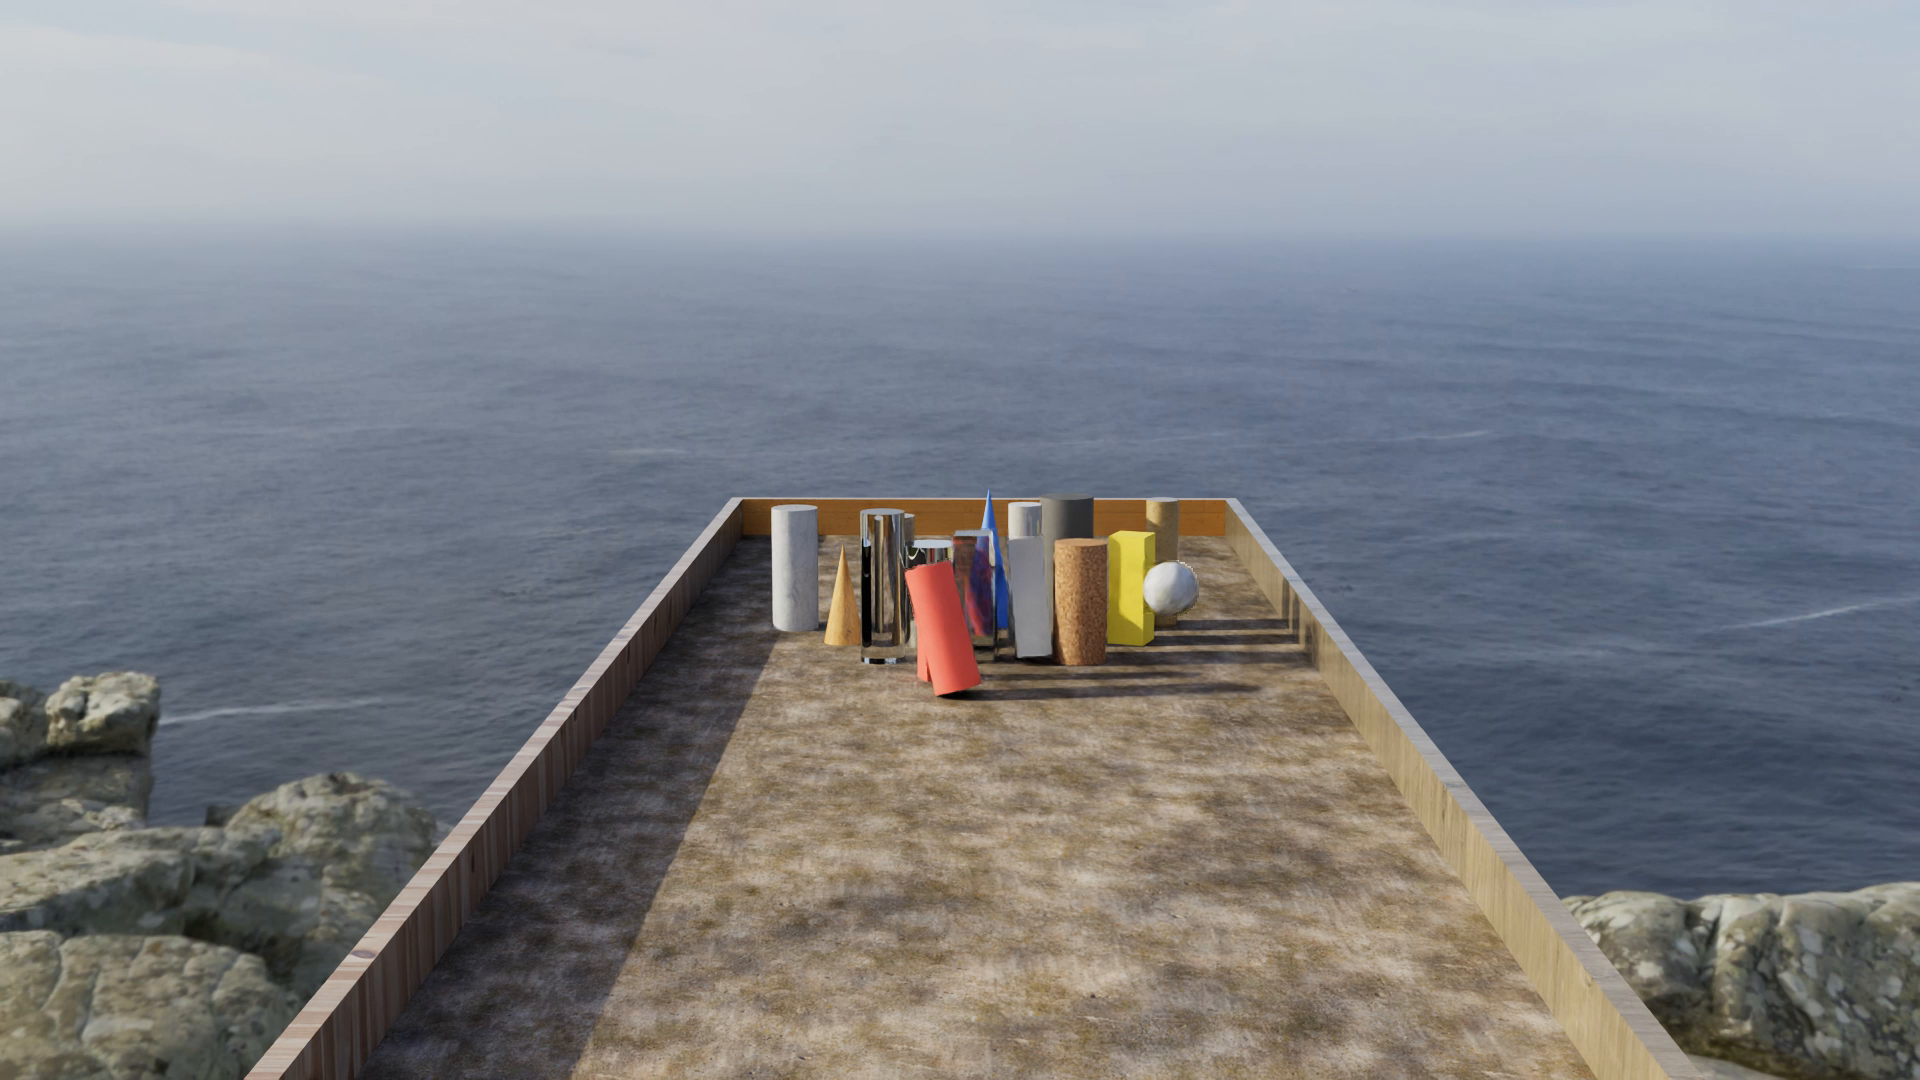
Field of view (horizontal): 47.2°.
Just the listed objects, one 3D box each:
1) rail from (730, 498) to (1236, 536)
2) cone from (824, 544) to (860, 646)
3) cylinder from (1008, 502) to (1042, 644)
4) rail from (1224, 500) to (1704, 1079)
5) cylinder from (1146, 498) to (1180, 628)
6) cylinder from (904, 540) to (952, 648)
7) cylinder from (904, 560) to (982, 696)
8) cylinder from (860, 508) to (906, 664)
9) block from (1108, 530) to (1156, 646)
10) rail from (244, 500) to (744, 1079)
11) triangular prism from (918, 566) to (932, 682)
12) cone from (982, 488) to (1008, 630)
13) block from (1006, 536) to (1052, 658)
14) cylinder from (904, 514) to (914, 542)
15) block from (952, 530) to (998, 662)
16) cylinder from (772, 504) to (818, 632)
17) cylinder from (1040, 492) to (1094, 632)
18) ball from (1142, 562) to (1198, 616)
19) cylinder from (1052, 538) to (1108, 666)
[{"bbox_3d":[0.099,-0.098,9.147,2.100,0.150,0.050,0,9,1],"label":"rail"},{"bbox_3d":[-0.368,0.165,6.955,0.128,0.316,0.128,0,9,0],"label":"cone"},{"bbox_3d":[0.204,0.106,6.934,0.106,0.441,0.106,0,9,0],"label":"cylinder"},{"bbox_3d":[1.046,0.843,3.208,0.050,0.150,12.000,0,9,1],"label":"rail"},{"bbox_3d":[0.661,0.074,7.210,0.107,0.418,0.107,0,9,0],"label":"cylinder"},{"bbox_3d":[-0.091,0.170,6.915,0.170,0.320,0.170,0,9,0],"label":"cylinder"},{"bbox_3d":[-0.048,0.248,6.221,0.134,0.359,0.134,-14,0,0],"label":"cylinder"},{"bbox_3d":[-0.234,0.140,6.666,0.135,0.457,0.135,0,9,0],"label":"cylinder"},{"bbox_3d":[0.543,0.152,6.956,0.116,0.343,0.116,4,10,22],"label":"block"},{"bbox_3d":[-1.004,0.839,3.234,0.050,0.150,12.000,0,9,1],"label":"rail"},{"bbox_3d":[-0.094,0.241,6.434,0.076,0.331,0.088,7,12,39],"label":"triangular prism"},{"bbox_3d":[0.095,0.053,7.214,0.166,0.457,0.166,0,9,0],"label":"cone"},{"bbox_3d":[0.211,0.177,6.684,0.105,0.357,0.105,-5,-5,0],"label":"block"},{"bbox_3d":[-0.206,0.103,7.180,0.117,0.369,0.117,0,9,0],"label":"cylinder"},{"bbox_3d":[0.046,0.170,6.688,0.114,0.387,0.114,-1,9,8],"label":"block"},{"bbox_3d":[-0.539,0.090,7.183,0.151,0.394,0.151,0,9,0],"label":"cylinder"},{"bbox_3d":[0.346,0.071,7.178,0.176,0.433,0.176,0,9,0],"label":"cylinder"},{"bbox_3d":[0.626,0.146,6.562,0.161,0.161,0.161,0,9,0],"label":"ball"},{"bbox_3d":[0.364,0.186,6.665,0.161,0.363,0.161,0,8,0],"label":"cylinder"}]
